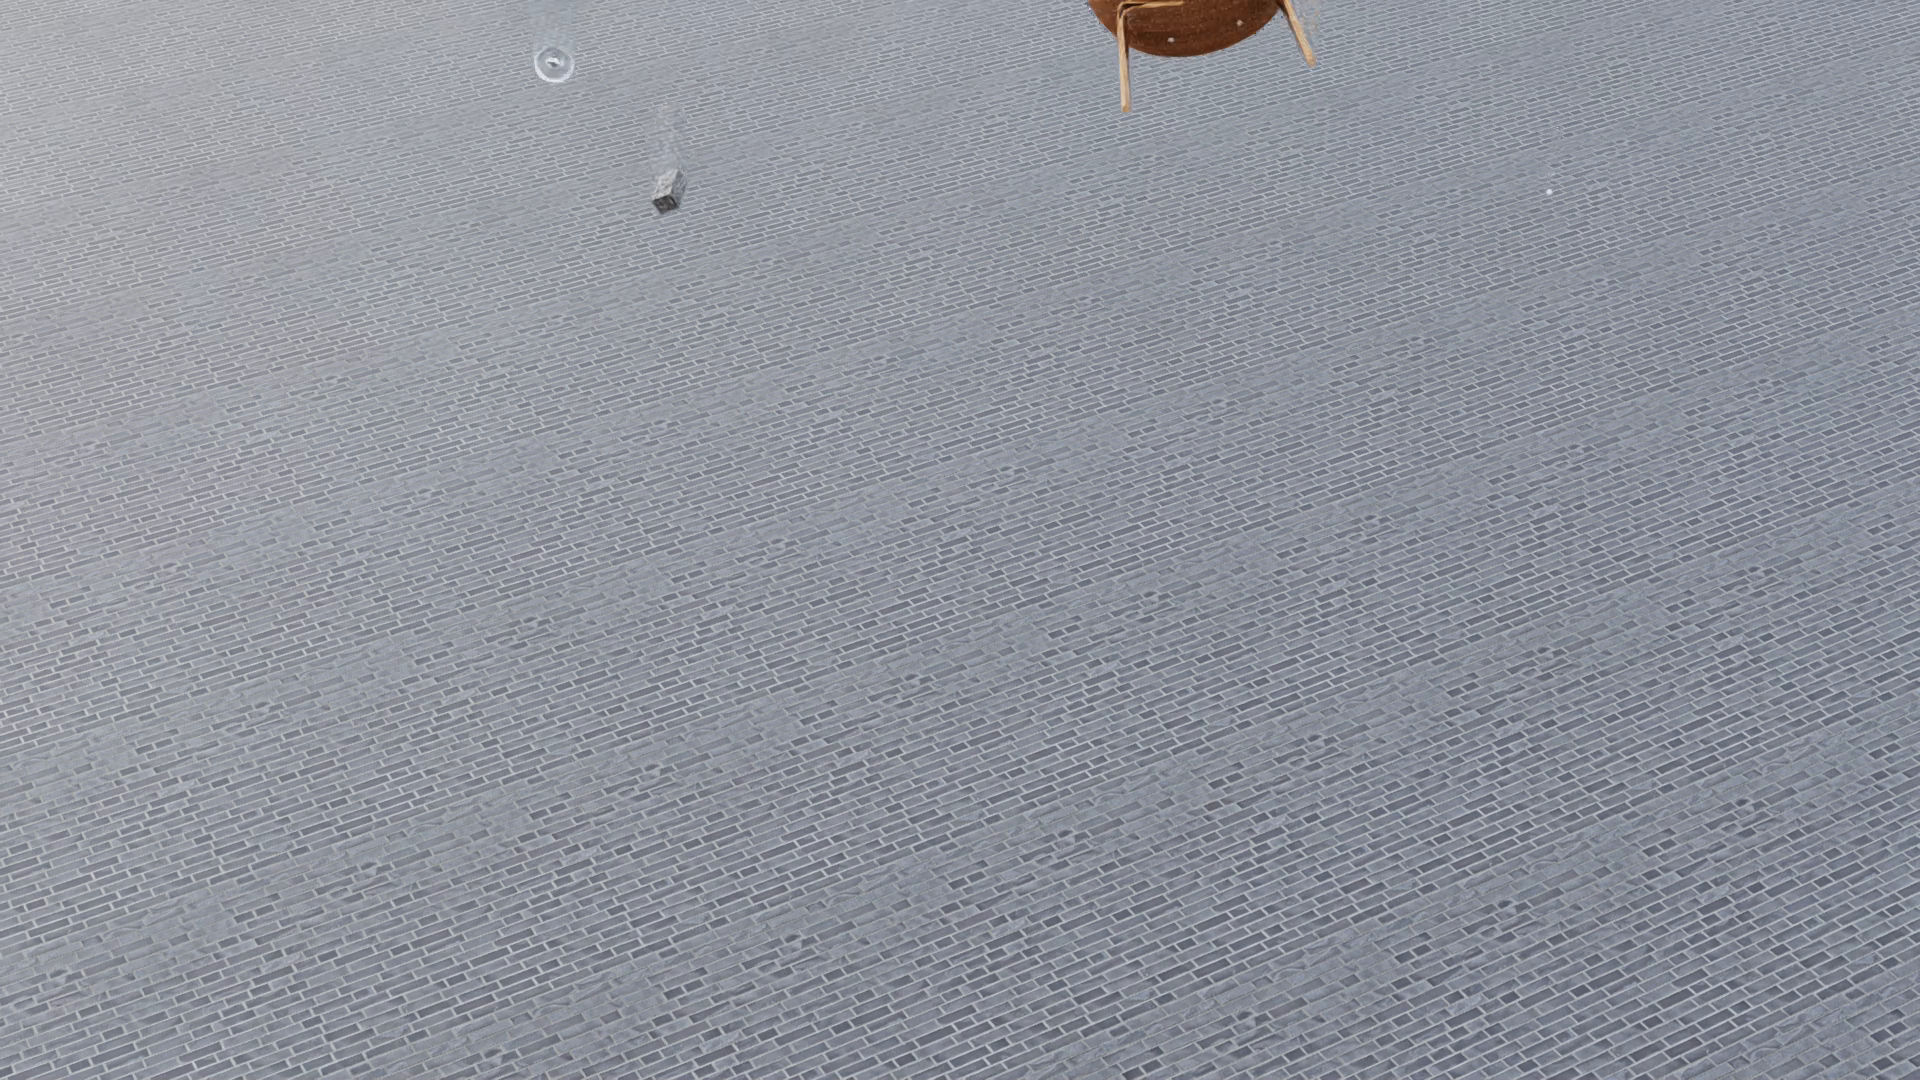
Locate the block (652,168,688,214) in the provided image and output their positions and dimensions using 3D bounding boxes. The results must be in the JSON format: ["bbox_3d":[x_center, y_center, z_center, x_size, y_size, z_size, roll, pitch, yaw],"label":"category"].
[{"bbox_3d":[-0.812,-0.976,8.202,0.062,0.051,0.118,-16,39,25],"label":"block"}]

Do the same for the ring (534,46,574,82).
[{"bbox_3d":[-1.352,-1.582,9.758,0.133,0.050,0.150,24,48,-3],"label":"ring"}]
